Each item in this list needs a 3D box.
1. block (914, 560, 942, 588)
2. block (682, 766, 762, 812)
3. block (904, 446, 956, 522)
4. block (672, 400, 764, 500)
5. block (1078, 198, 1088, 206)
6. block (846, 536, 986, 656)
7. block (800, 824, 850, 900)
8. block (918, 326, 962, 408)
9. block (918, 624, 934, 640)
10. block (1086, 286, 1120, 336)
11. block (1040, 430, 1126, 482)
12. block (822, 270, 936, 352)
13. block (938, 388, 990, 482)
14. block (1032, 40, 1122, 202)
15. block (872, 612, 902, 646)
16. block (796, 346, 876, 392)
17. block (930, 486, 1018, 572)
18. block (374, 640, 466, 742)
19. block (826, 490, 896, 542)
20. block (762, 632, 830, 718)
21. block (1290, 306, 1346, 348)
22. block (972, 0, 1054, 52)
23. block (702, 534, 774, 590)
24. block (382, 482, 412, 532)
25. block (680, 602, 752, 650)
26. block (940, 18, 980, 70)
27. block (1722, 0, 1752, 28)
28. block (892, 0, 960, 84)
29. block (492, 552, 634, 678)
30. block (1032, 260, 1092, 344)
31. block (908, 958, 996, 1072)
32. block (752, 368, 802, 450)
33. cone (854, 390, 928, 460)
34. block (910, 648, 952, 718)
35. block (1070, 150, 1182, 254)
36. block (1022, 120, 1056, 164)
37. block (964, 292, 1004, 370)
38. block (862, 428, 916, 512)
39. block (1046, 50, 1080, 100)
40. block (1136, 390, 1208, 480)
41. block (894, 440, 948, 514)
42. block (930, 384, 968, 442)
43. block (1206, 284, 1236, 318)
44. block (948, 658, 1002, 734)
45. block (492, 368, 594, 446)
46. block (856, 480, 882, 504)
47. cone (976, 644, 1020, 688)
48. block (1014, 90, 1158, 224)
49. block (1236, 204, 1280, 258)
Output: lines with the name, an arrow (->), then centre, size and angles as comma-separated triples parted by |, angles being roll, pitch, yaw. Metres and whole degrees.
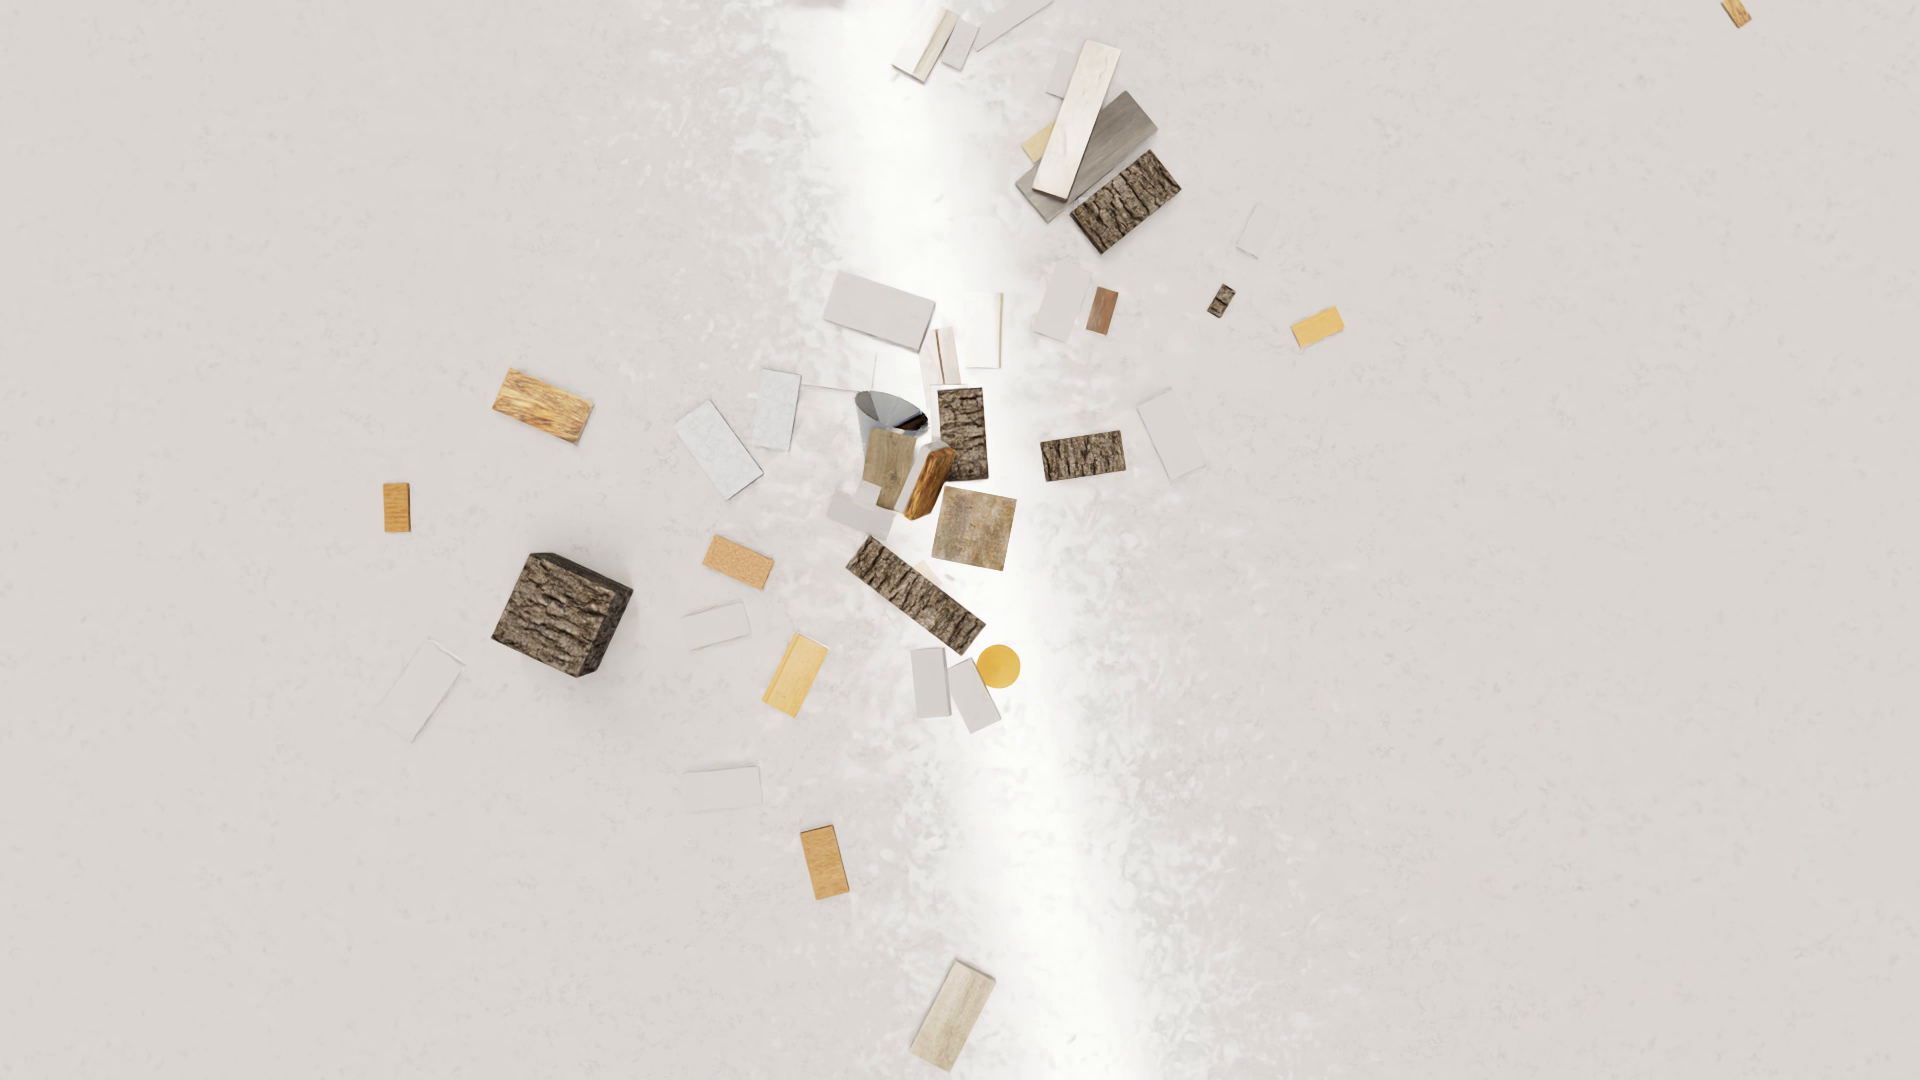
block -> -0.111, 0.122, 5.492 | 0.054, 0.015, 0.107 | -39, 90, 0
block -> -0.789, 0.826, 5.482 | 0.253, 0.036, 0.126 | -6, 90, 0
block -> -0.098, -0.184, 5.389 | 0.035, 0.122, 0.244 | 34, 119, 21
block -> -0.802, -0.298, 5.479 | 0.152, 0.043, 0.303 | -36, 90, 0
block -> 0.467, -1.103, 5.490 | 0.148, 0.021, 0.074 | -1, 90, 0
block -> -0.146, 0.185, 5.466 | 0.487, 0.038, 0.134 | 37, 91, 1
block -> -0.450, 1.071, 5.484 | 0.113, 0.032, 0.227 | -14, 90, 0
block -> -0.068, -0.573, 5.482 | 0.127, 0.036, 0.255 | -9, 90, 0
block -> -0.082, 0.285, 5.492 | 0.107, 0.015, 0.054 | -23, 90, 0
block -> 0.473, -0.762, 5.490 | 0.074, 0.021, 0.148 | 16, 90, 0
block -> 0.409, -0.278, 5.481 | 0.268, 0.038, 0.134 | -9, 90, 0
block -> -0.266, -0.759, 5.456 | 0.339, 0.048, 0.170 | 19, 90, 7
block -> 0.011, -0.346, 5.426 | 0.149, 0.042, 0.299 | -4, 101, -1
block -> 0.385, -1.384, 5.438 | 0.122, 0.035, 0.533 | 20, 86, 7
block -> -0.243, 0.299, 5.492 | 0.054, 0.015, 0.107 | -36, 90, 0
block -> -0.414, -0.567, 5.482 | 0.255, 0.036, 0.127 | 7, 90, 0
block -> 0.044, -0.037, 5.382 | 0.237, 0.237, 0.237 | 11, 90, 0
block -> -1.793, 0.501, 5.479 | 0.152, 0.043, 0.303 | 35, 90, 0
block -> -0.328, -0.081, 5.452 | 0.215, 0.030, 0.108 | 22, 133, 0
block -> -0.546, 0.448, 5.482 | 0.126, 0.036, 0.253 | 26, 90, 0
block -> 1.190, -0.708, 5.489 | 0.161, 0.023, 0.081 | -25, 90, 0
block -> 0.166, -1.739, 5.490 | 0.307, 0.019, 0.068 | -33, 90, 0
block -> -0.737, 0.075, 5.485 | 0.215, 0.030, 0.108 | 24, 90, 0
block -> -1.874, -0.108, 5.489 | 0.081, 0.023, 0.161 | -2, 90, 0
block -> -0.812, 0.286, 5.485 | 0.215, 0.030, 0.108 | -15, 90, 0
block -> 0.000, -1.646, 5.476 | 0.075, 0.021, 0.150 | 25, 98, 5
block -> 2.586, -1.760, 5.493 | 0.052, 0.015, 0.104 | -34, 90, 0
block -> -0.114, -1.658, 5.482 | 0.124, 0.035, 0.248 | 29, 90, 0
block -> -1.283, 0.239, 5.351 | 0.298, 0.298, 0.298 | 25, 90, 0
block -> 0.338, -0.791, 5.482 | 0.124, 0.035, 0.248 | 20, 90, 0
block -> -0.025, 1.579, 5.479 | 0.152, 0.043, 0.337 | 27, 90, 0
block -> -0.607, -0.432, 5.462 | 0.126, 0.036, 0.253 | 10, 99, 0
cone -> -0.266, -0.318, 5.443 | 0.255, 0.255, 0.255 | 22, 117, 0
block -> -0.095, 0.473, 5.464 | 0.113, 0.032, 0.227 | -6, 90, 21
block -> 0.548, -1.119, 5.456 | 0.339, 0.048, 0.170 | -39, 94, -5
block -> 0.286, -1.327, 5.489 | 0.150, 0.021, 0.075 | -36, 90, 0
block -> 0.082, -0.696, 5.482 | 0.124, 0.035, 0.248 | 2, 90, 0
block -> -0.238, -0.226, 5.381 | 0.149, 0.042, 0.299 | 13, 134, 0
block -> 0.346, -1.548, 5.489 | 0.075, 0.021, 0.150 | 20, 90, 0
block -> 0.703, -0.349, 5.481 | 0.134, 0.038, 0.268 | -25, 90, 0
block -> -0.125, -0.206, 5.395 | 0.035, 0.122, 0.244 | 34, 115, 21
block -> -0.033, -0.387, 5.457 | 0.127, 0.036, 0.255 | -2, 101, -1
block -> 0.871, -0.795, 5.493 | 0.052, 0.015, 0.103 | 30, 90, 0
block -> 0.038, 0.517, 5.474 | 0.113, 0.032, 0.227 | -26, 90, 10
block -> -1.383, -0.444, 5.479 | 0.299, 0.042, 0.149 | 23, 90, 0
block -> -0.312, -0.130, 5.440 | 0.074, 0.021, 0.148 | 21, 134, -1
cone -> 0.129, 0.422, 5.425 | 0.149, 0.149, 0.149 | 0, 90, 0
block -> 0.420, -1.271, 5.476 | 0.477, 0.048, 0.170 | -40, 90, 0
block -> 0.991, -1.029, 5.489 | 0.081, 0.023, 0.161 | 26, 90, 0
